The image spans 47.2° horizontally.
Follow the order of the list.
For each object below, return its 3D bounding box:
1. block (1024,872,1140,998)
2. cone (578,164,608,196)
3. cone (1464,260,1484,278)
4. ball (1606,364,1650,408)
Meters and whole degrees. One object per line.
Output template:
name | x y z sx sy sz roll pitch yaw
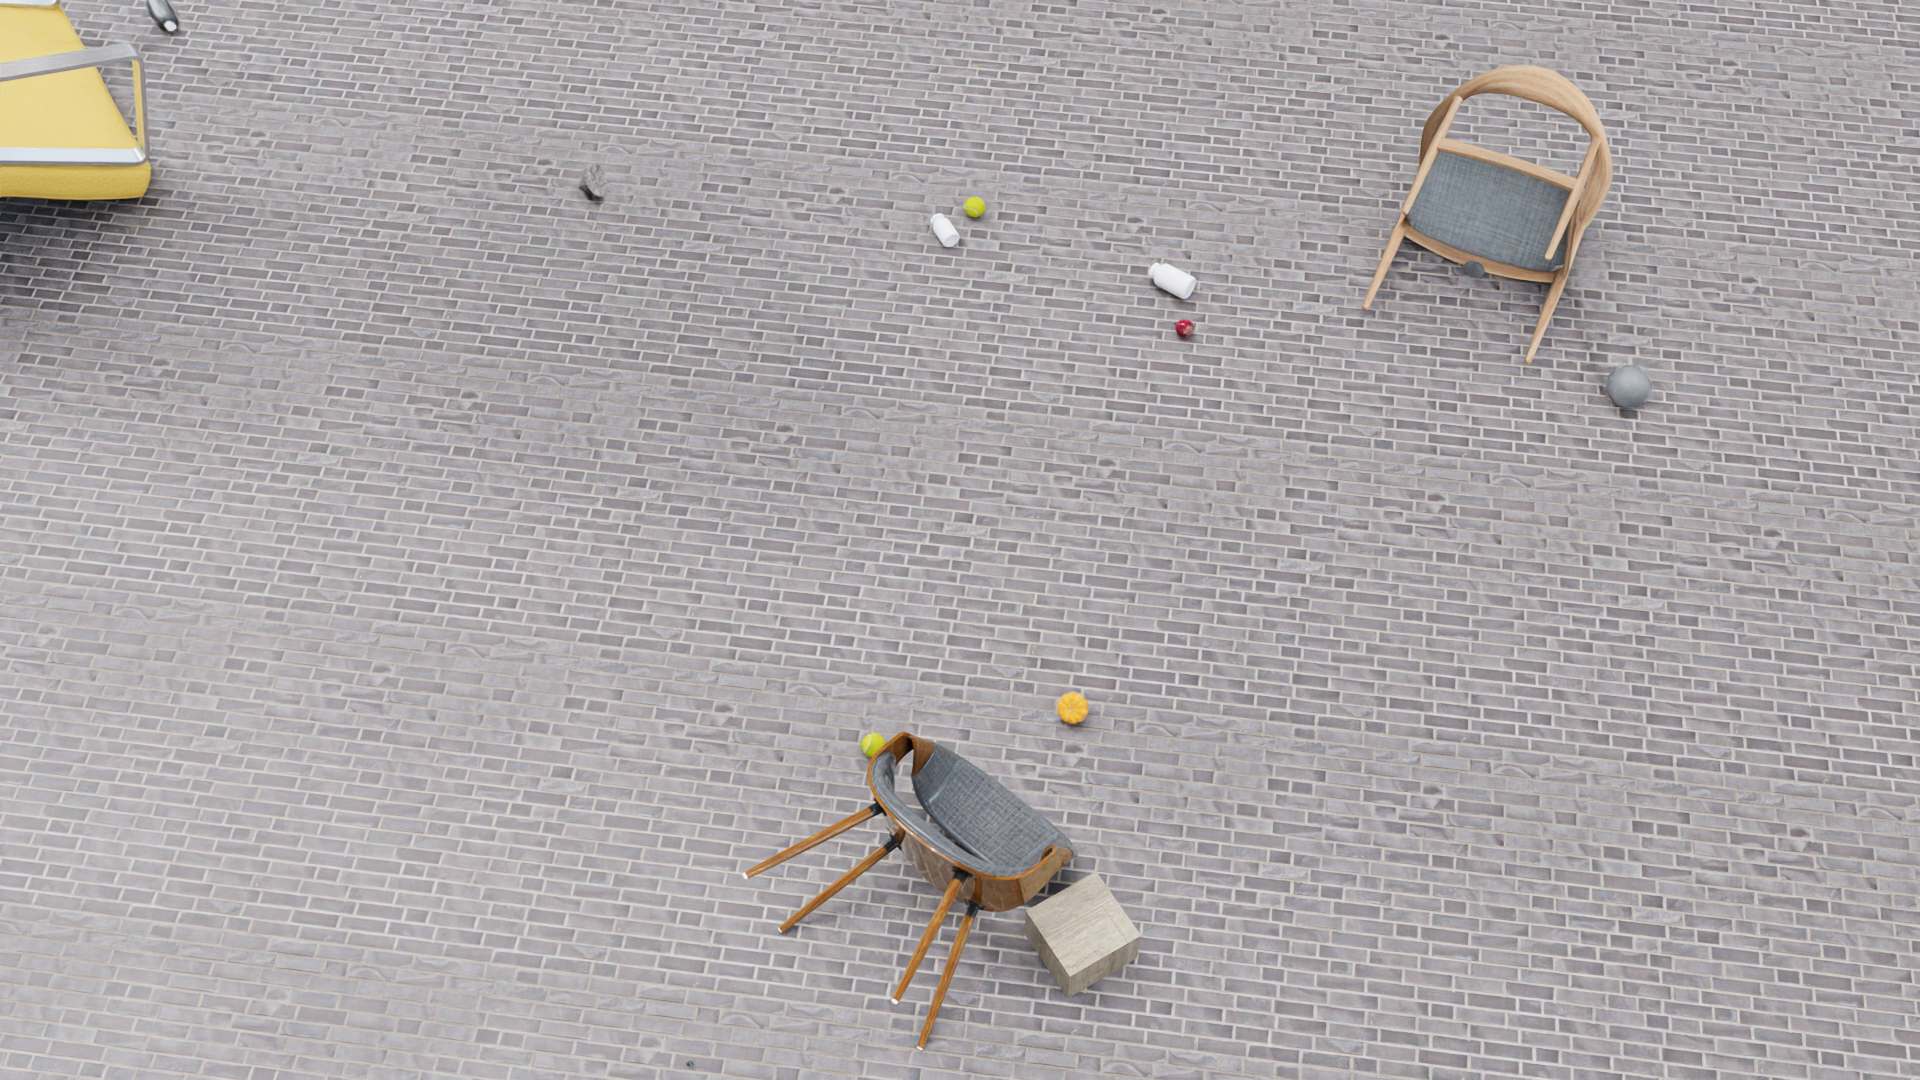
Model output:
block | 0.321 1.039 5.788 0.219 0.148 0.213 -27 60 -17
cone | -1.246 -1.188 7.342 0.087 0.112 0.121 -16 38 30
cone | 1.666 -0.888 7.117 0.070 0.071 0.054 30 85 14
ball | 2.071 -0.477 6.815 0.131 0.131 0.131 0 56 0
